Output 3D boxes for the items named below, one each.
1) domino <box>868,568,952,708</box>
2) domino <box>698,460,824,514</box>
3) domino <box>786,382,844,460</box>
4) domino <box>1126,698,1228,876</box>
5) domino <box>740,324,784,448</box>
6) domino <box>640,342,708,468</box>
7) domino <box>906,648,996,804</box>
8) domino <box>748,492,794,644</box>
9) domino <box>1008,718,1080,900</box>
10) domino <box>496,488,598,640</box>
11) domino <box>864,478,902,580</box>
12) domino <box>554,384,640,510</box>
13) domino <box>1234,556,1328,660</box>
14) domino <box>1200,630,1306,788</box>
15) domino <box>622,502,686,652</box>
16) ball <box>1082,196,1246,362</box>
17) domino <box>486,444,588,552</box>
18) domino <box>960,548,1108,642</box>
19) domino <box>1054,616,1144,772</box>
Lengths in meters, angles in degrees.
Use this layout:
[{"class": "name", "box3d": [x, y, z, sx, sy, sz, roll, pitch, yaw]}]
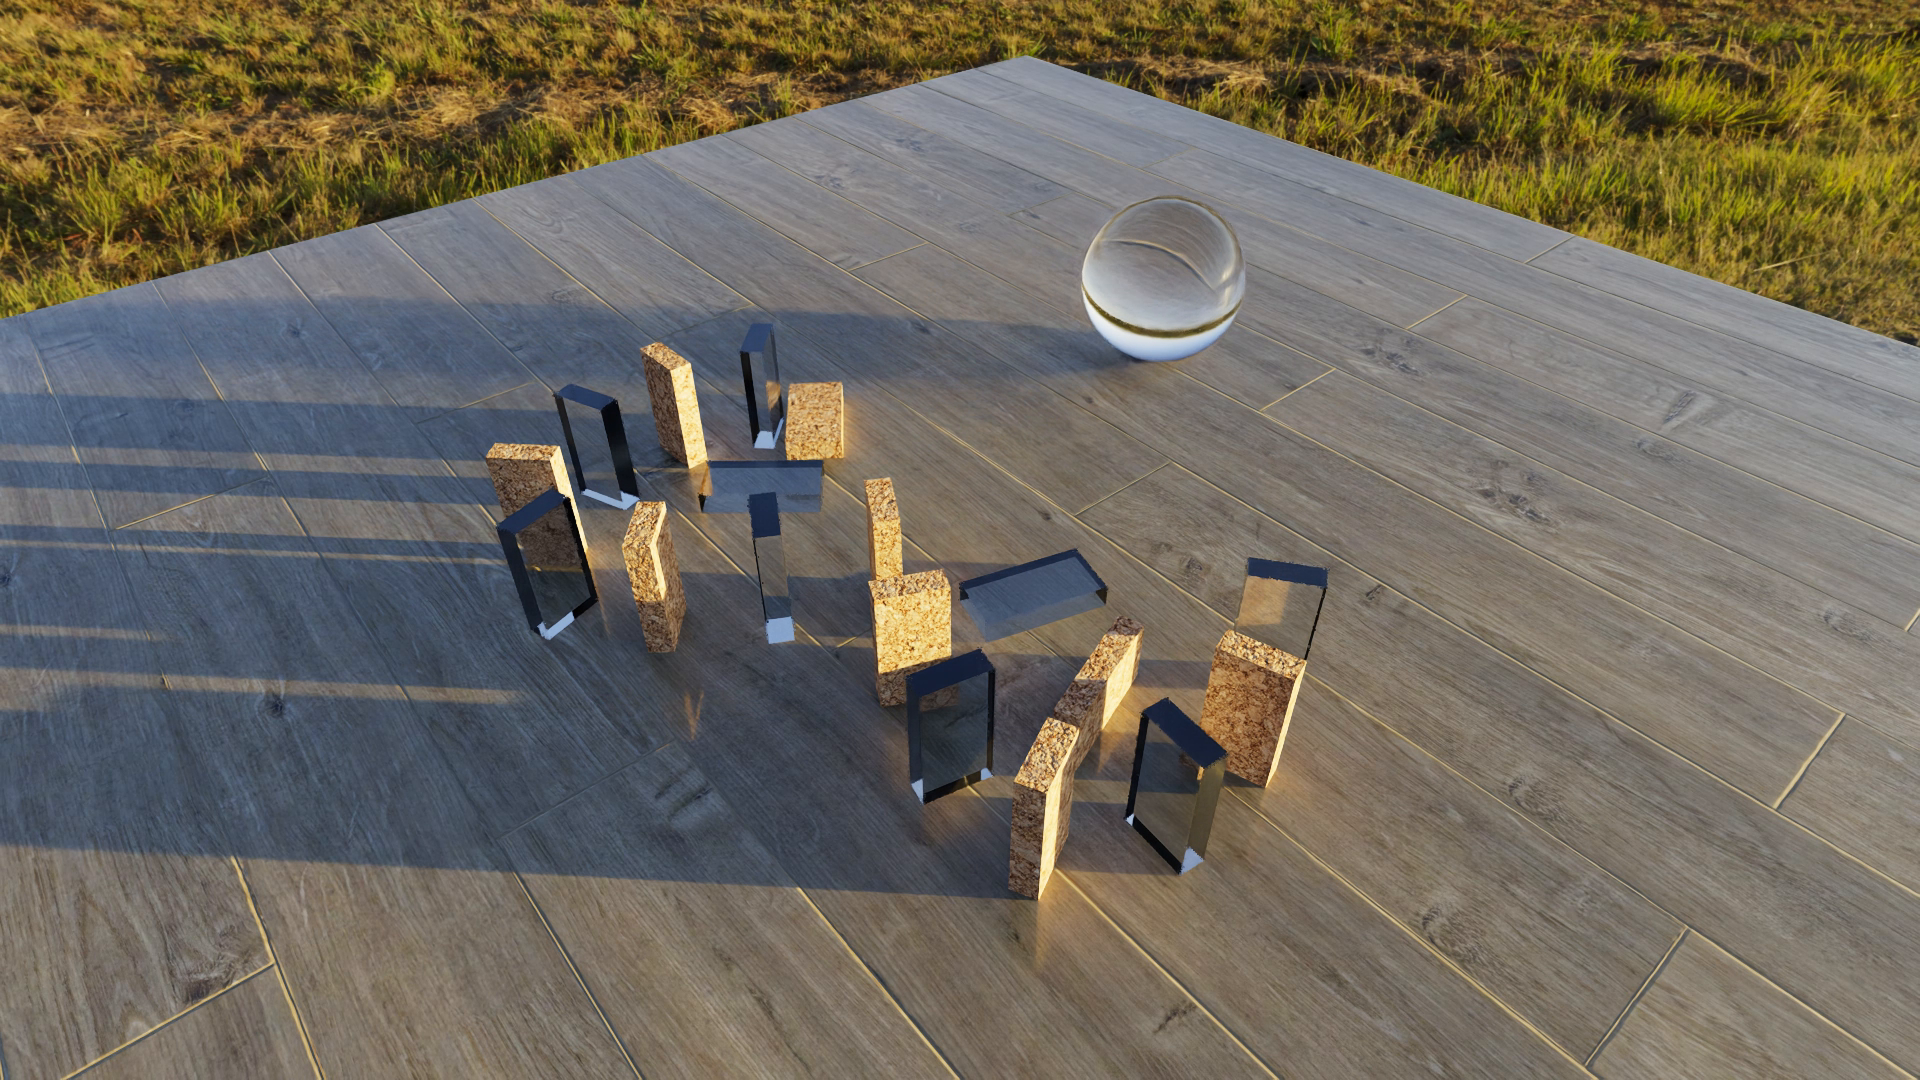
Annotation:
[{"class": "domino", "box3d": [-0.016, 0.034, 0.370, 0.025, 0.050, 0.009, -9, 40, -11]}, {"class": "domino", "box3d": [-0.084, -0.023, 0.472, 0.050, 0.010, 0.025, 0, 39, -1]}, {"class": "domino", "box3d": [-0.067, -0.056, 0.512, 0.025, 0.010, 0.050, -3, 39, -4]}, {"class": "domino", "box3d": [0.063, 0.073, 0.323, 0.009, 0.050, 0.025, -23, 45, -26]}, {"class": "domino", "box3d": [-0.089, -0.069, 0.496, 0.010, 0.050, 0.025, 2, 39, 3]}, {"class": "domino", "box3d": [-0.126, -0.059, 0.483, 0.009, 0.050, 0.025, -30, 48, -32]}, {"class": "domino", "box3d": [-0.003, 0.058, 0.340, 0.025, 0.050, 0.010, -18, 43, -21]}, {"class": "domino", "box3d": [-0.068, 0.010, 0.399, 0.009, 0.050, 0.025, -7, 40, -9]}, {"class": "domino", "box3d": [0.024, 0.078, 0.316, 0.009, 0.050, 0.025, 16, 42, 19]}, {"class": "domino", "box3d": [-0.149, 0.009, 0.400, 0.010, 0.050, 0.025, 21, 44, 23]}, {"class": "domino", "box3d": [-0.028, 0.005, 0.405, 0.009, 0.050, 0.025, -7, 40, -8]}, {"class": "domino", "box3d": [-0.151, -0.038, 0.458, 0.025, 0.050, 0.009, 19, 43, 22]}, {"class": "domino", "box3d": [0.107, 0.030, 0.375, 0.025, 0.050, 0.009, 9, 40, 11]}, {"class": "domino", "box3d": [0.090, 0.054, 0.346, 0.025, 0.050, 0.009, 23, 44, 25]}, {"class": "domino", "box3d": [-0.109, 0.014, 0.395, 0.010, 0.050, 0.025, 0, 39, -1]}, {"class": "ball", "box3d": [0.100, -0.128, 0.544, 0.080, 0.080, 0.080, 0, 39, 0]}, {"class": "domino", "box3d": [-0.164, -0.014, 0.428, 0.025, 0.050, 0.009, 3, 39, 3]}, {"class": "domino", "box3d": [0.028, 0.021, 0.418, 0.050, 0.010, 0.025, -16, 42, -18]}, {"class": "domino", "box3d": [0.046, 0.051, 0.369, 0.009, 0.025, 0.050, 21, 44, 23]}]
